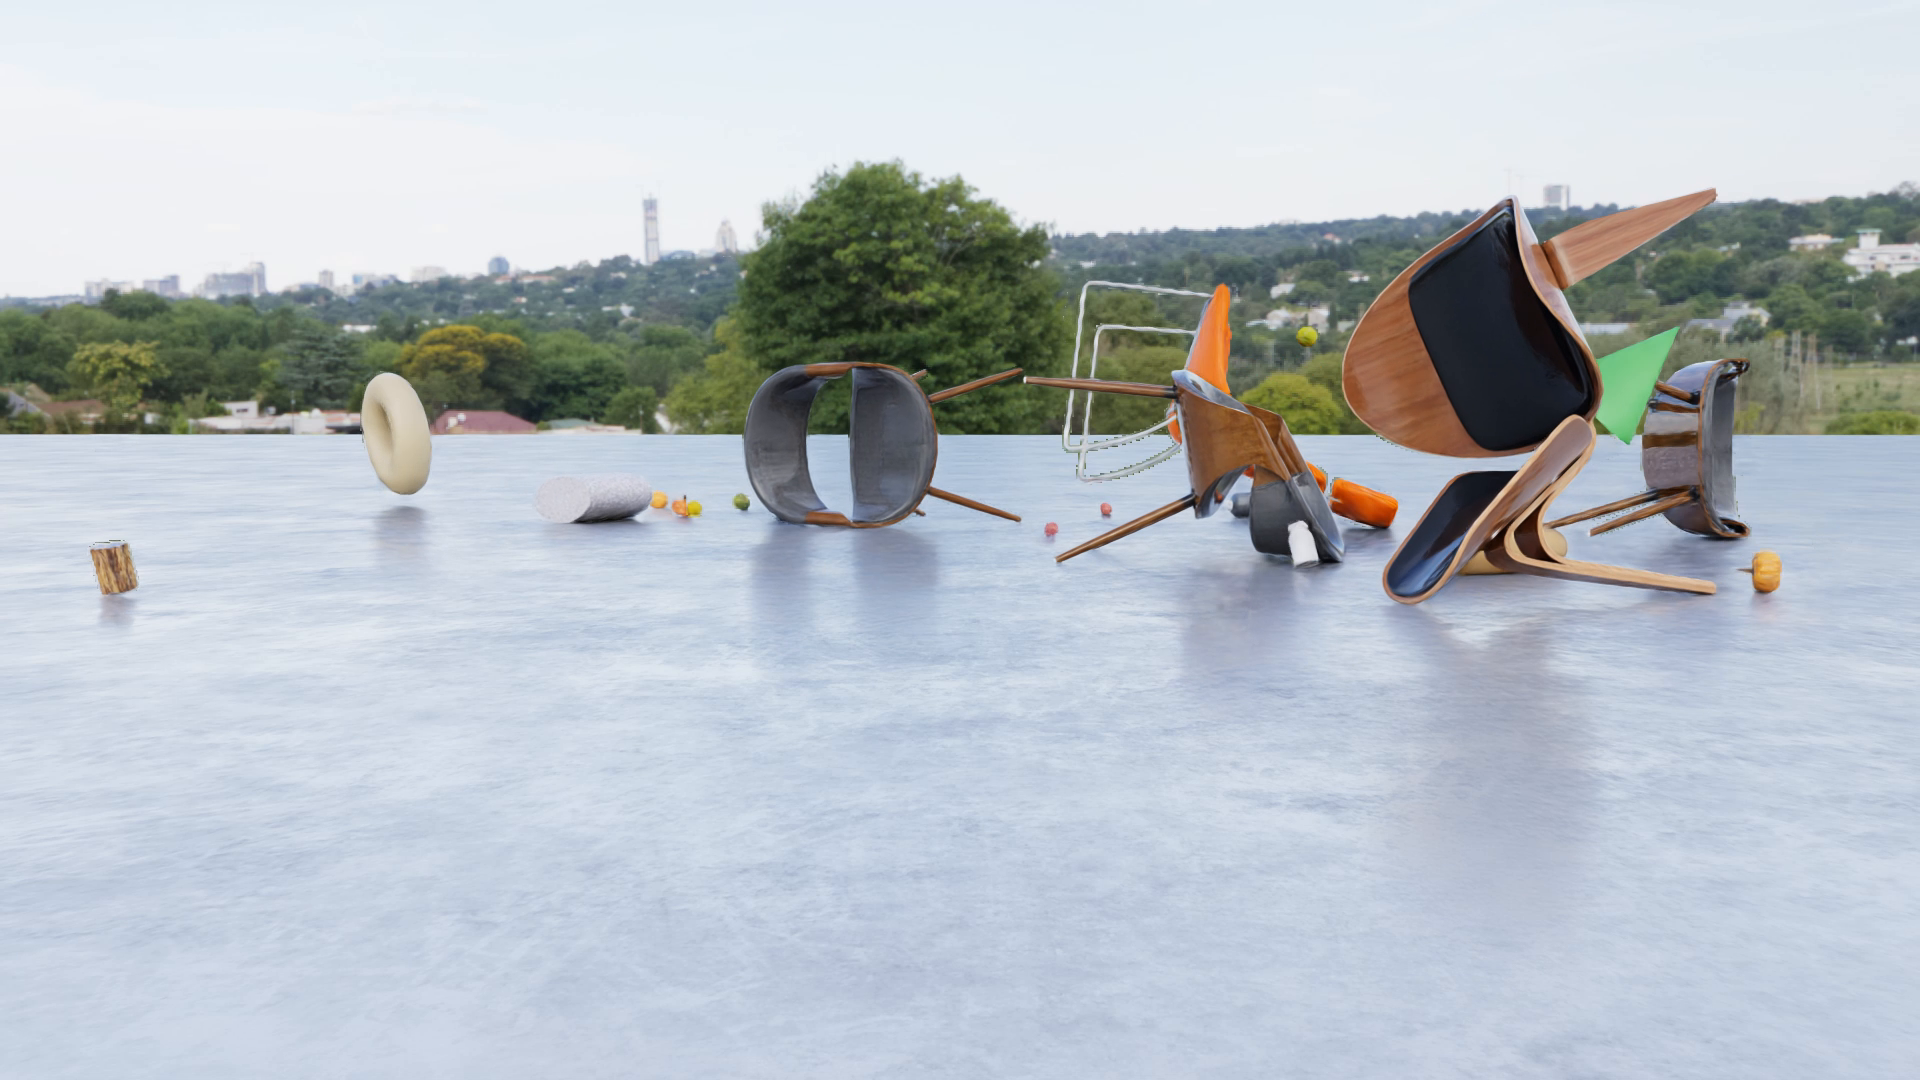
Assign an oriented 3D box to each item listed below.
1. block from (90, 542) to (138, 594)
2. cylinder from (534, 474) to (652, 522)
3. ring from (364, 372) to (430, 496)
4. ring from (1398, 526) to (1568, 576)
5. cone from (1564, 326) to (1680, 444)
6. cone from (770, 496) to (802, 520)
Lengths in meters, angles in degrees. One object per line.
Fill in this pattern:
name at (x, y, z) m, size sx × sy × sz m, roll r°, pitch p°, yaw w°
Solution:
block at (-1.849, 0.062, 4.810) m, size 0.066 × 0.102 × 0.038 m, roll -6°, pitch 15°, yaw 8°
cylinder at (-1.249, -0.144, 7.509) m, size 0.246 × 0.154 × 0.331 m, roll -5°, pitch 1°, yaw 31°
ring at (-2.205, -0.415, 8.608) m, size 0.284 × 0.497 × 0.158 m, roll -21°, pitch -10°, yaw 41°
ring at (1.285, 0.026, 5.393) m, size 0.483 × 0.108 × 0.184 m, roll -2°, pitch 3°, yaw -22°
cone at (1.516, -0.386, 4.918) m, size 0.159 × 0.256 × 0.251 m, roll 24°, pitch 28°, yaw -35°
cone at (-0.608, -0.088, 7.522) m, size 0.119 × 0.107 × 0.067 m, roll -13°, pitch 37°, yaw 31°
